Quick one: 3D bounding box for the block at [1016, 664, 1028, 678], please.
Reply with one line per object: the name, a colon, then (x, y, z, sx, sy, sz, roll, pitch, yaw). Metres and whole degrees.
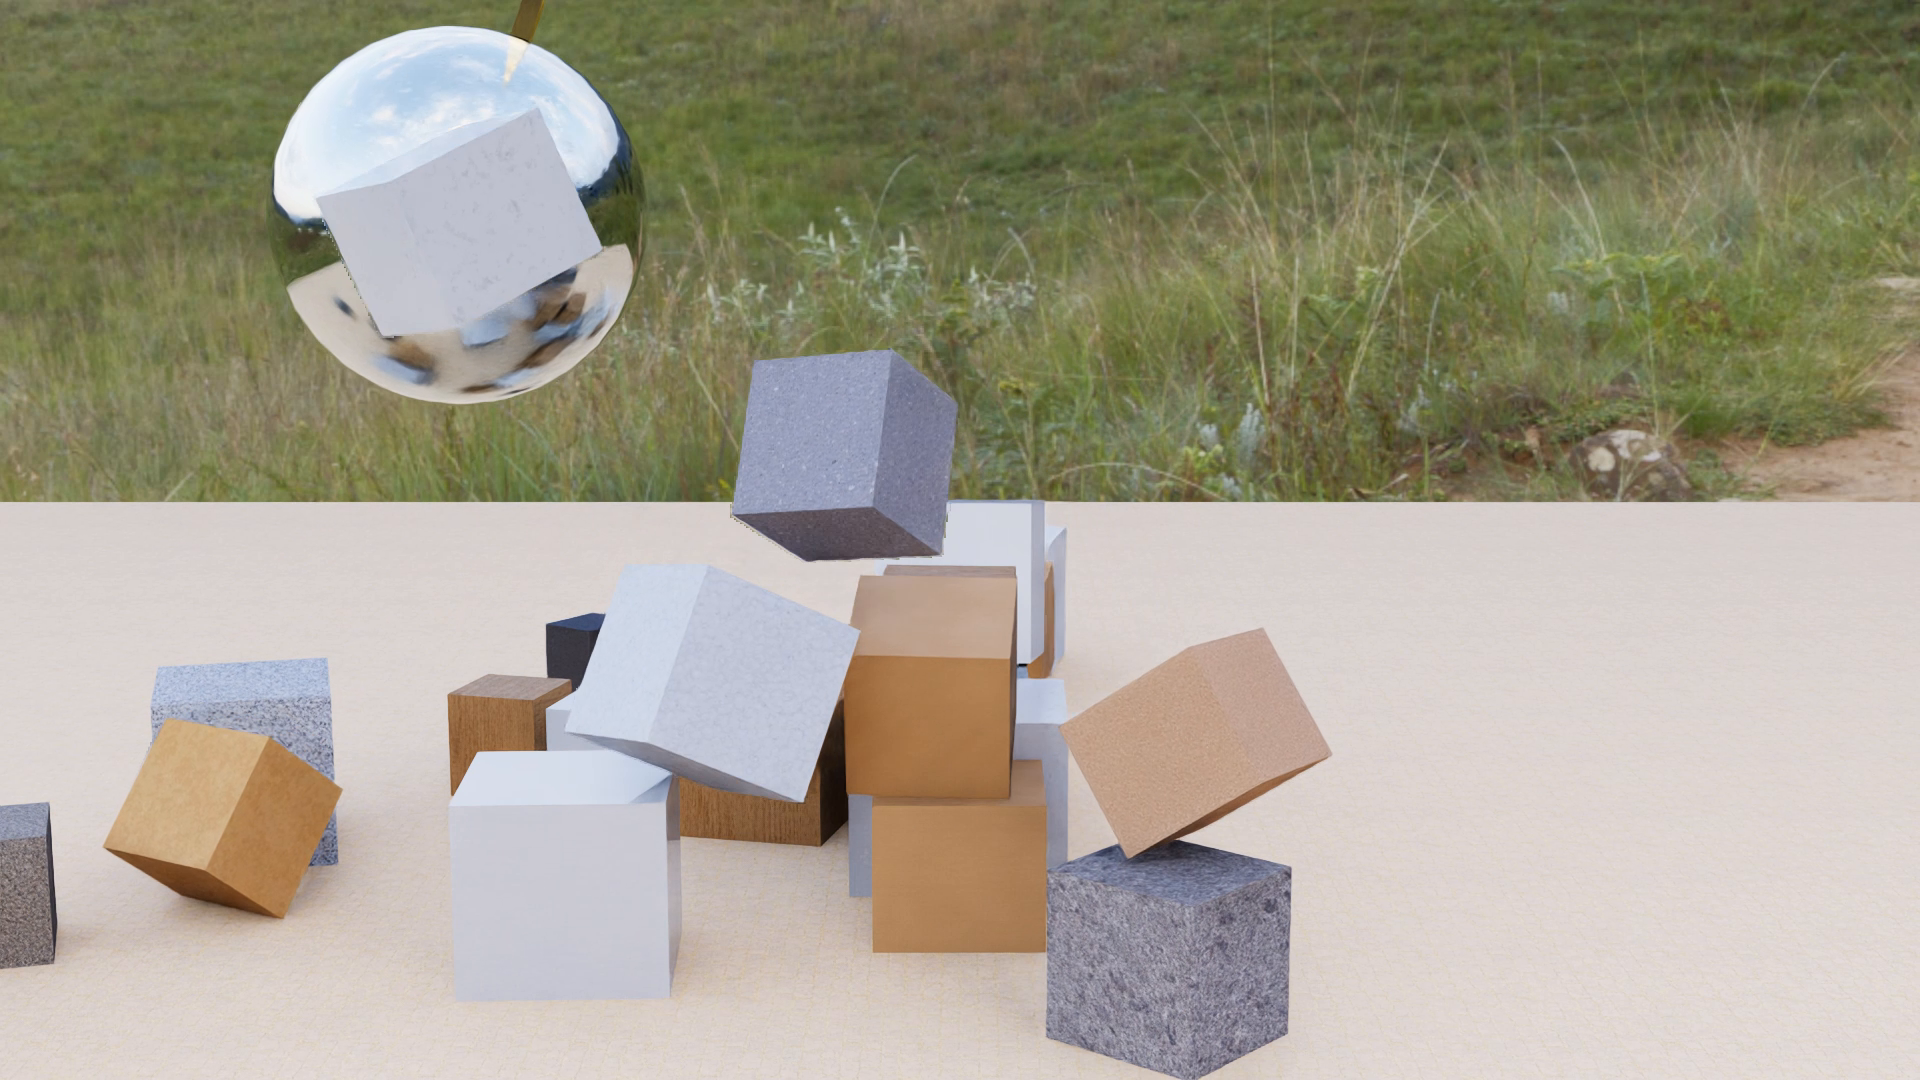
block: (-0.012, 0.990, 12.143, 0.662, 0.707, 0.651, 0, 10, 0)

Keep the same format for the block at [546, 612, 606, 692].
block: (-2.106, 0.674, 14.683, 0.342, 0.421, 0.386, 7, 13, 35)

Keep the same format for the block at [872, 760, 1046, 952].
block: (-0.003, 1.305, 10.669, 0.701, 0.615, 0.700, 0, 10, 0)

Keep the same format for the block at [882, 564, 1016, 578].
block: (-0.055, 0.436, 11.273, 0.577, 0.557, 0.551, 1, 10, 3)

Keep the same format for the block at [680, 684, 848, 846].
block: (-0.891, 1.037, 12.163, 0.687, 0.609, 0.696, 3, 11, 14)

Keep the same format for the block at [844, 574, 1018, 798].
block: (-0.110, 0.596, 10.580, 0.661, 0.639, 0.720, 1, 25, 3)

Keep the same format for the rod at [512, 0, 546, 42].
rod: (-0.923, -4.506, 10.361, 0.080, 5.200, 0.080, 20, 10, -4)

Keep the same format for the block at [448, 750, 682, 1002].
block: (-1.542, 1.314, 10.168, 0.817, 0.778, 0.788, 0, 10, -3)

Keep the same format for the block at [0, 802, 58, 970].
block: (-3.934, 1.403, 10.367, 0.499, 0.530, 0.513, -3, 11, -17)

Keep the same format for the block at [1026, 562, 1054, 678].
block: (0.219, 0.505, 14.811, 0.579, 0.624, 0.564, 2, 20, 9)

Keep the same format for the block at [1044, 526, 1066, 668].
block: (0.268, 0.350, 15.461, 0.644, 0.775, 0.648, 2, 11, 11)

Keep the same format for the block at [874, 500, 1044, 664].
block: (0.007, 0.191, 12.626, 0.757, 0.764, 0.676, 1, 2, 7)

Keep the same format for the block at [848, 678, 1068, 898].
block: (-0.003, 1.088, 11.410, 0.941, 0.776, 0.813, 0, 10, 1)

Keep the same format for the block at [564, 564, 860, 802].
block: (-0.952, 0.542, 9.850, 0.699, 0.693, 0.716, 25, -14, -30)

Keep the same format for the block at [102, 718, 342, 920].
block: (-3.114, 1.176, 10.864, 0.610, 0.606, 0.521, 6, -27, 31)

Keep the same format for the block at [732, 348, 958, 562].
block: (-0.445, -0.325, 10.172, 0.623, 0.645, 0.581, -3, -20, 27)

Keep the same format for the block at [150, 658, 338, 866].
block: (-3.266, 1.025, 11.745, 0.767, 0.781, 0.787, -3, 11, -15)

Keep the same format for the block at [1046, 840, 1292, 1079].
block: (0.766, 1.516, 9.423, 0.656, 0.647, 0.612, 9, 13, 40)

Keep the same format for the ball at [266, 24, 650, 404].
ball: (-2.130, -1.378, 10.930, 1.600, 1.600, 1.600, 0, 10, 0)

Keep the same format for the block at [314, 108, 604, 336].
block: (-1.899, -1.199, 9.721, 0.679, 0.582, 0.664, -34, 21, -31)

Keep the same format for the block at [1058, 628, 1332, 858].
block: (0.880, 0.748, 9.549, 0.629, 0.548, 0.647, -34, -13, 28)

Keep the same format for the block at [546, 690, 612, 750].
block: (-1.661, 1.033, 12.436, 0.537, 0.518, 0.449, 3, 11, 14)

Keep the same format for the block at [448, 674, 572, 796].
block: (-2.226, 0.979, 12.738, 0.456, 0.516, 0.451, 3, 11, 15)
